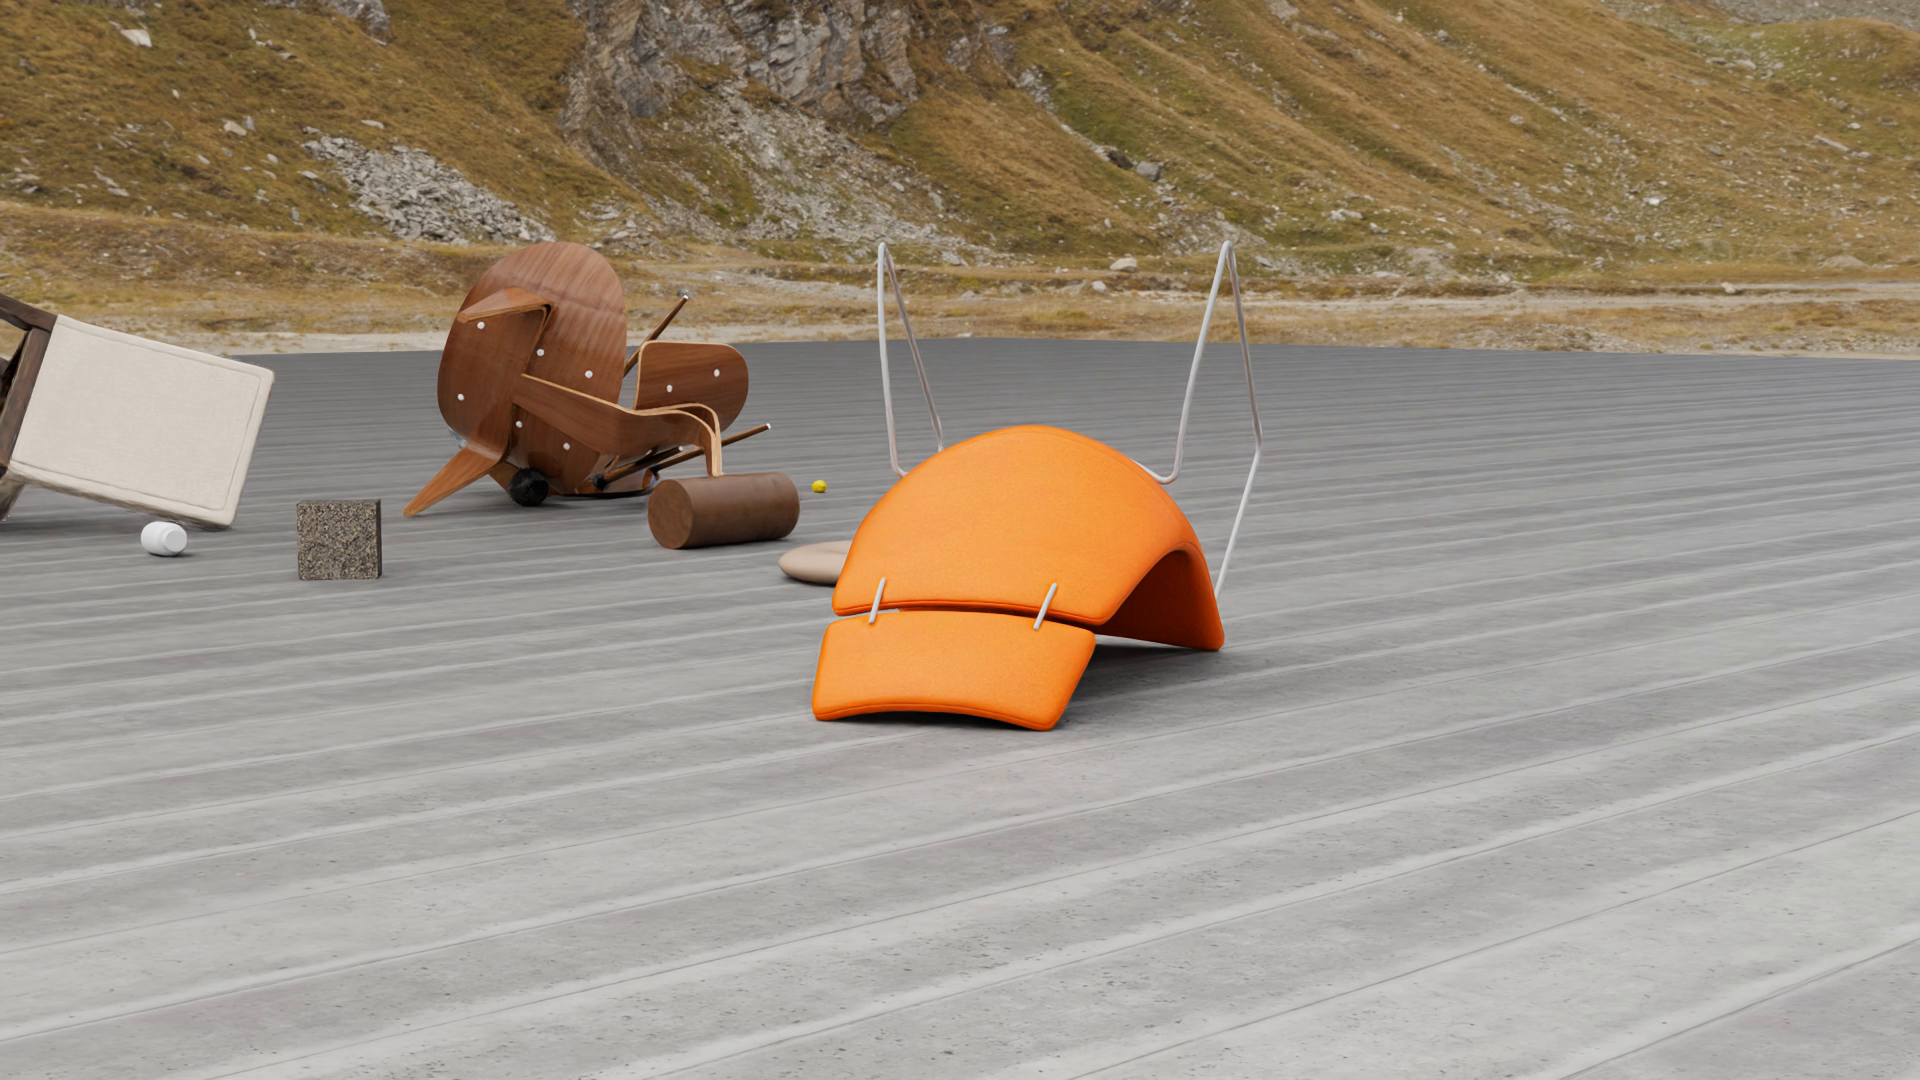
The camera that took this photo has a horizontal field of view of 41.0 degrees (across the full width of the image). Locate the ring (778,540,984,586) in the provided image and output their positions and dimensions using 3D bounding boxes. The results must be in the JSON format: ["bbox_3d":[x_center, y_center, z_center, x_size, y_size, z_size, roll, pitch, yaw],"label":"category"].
[{"bbox_3d":[-0.173,0.048,5.627,0.436,0.066,0.466,5,8,39],"label":"ring"}]

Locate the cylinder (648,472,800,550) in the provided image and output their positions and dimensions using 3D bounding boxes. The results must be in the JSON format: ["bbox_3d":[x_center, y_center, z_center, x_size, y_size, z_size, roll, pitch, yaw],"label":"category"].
[{"bbox_3d":[-0.580,-0.075,6.317,0.352,0.170,0.167,-6,33,-47],"label":"cylinder"}]

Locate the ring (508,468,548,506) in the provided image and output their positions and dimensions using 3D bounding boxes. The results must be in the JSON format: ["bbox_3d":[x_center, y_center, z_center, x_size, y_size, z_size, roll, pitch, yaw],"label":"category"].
[{"bbox_3d":[-1.238,-0.150,7.360,0.082,0.111,0.102,26,-22,42],"label":"ring"}]

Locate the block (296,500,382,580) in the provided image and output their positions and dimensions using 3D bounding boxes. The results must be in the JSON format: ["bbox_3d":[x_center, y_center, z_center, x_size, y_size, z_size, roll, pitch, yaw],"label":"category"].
[{"bbox_3d":[-1.358,-0.002,5.618,0.168,0.166,0.101,-1,6,-7],"label":"block"}]
